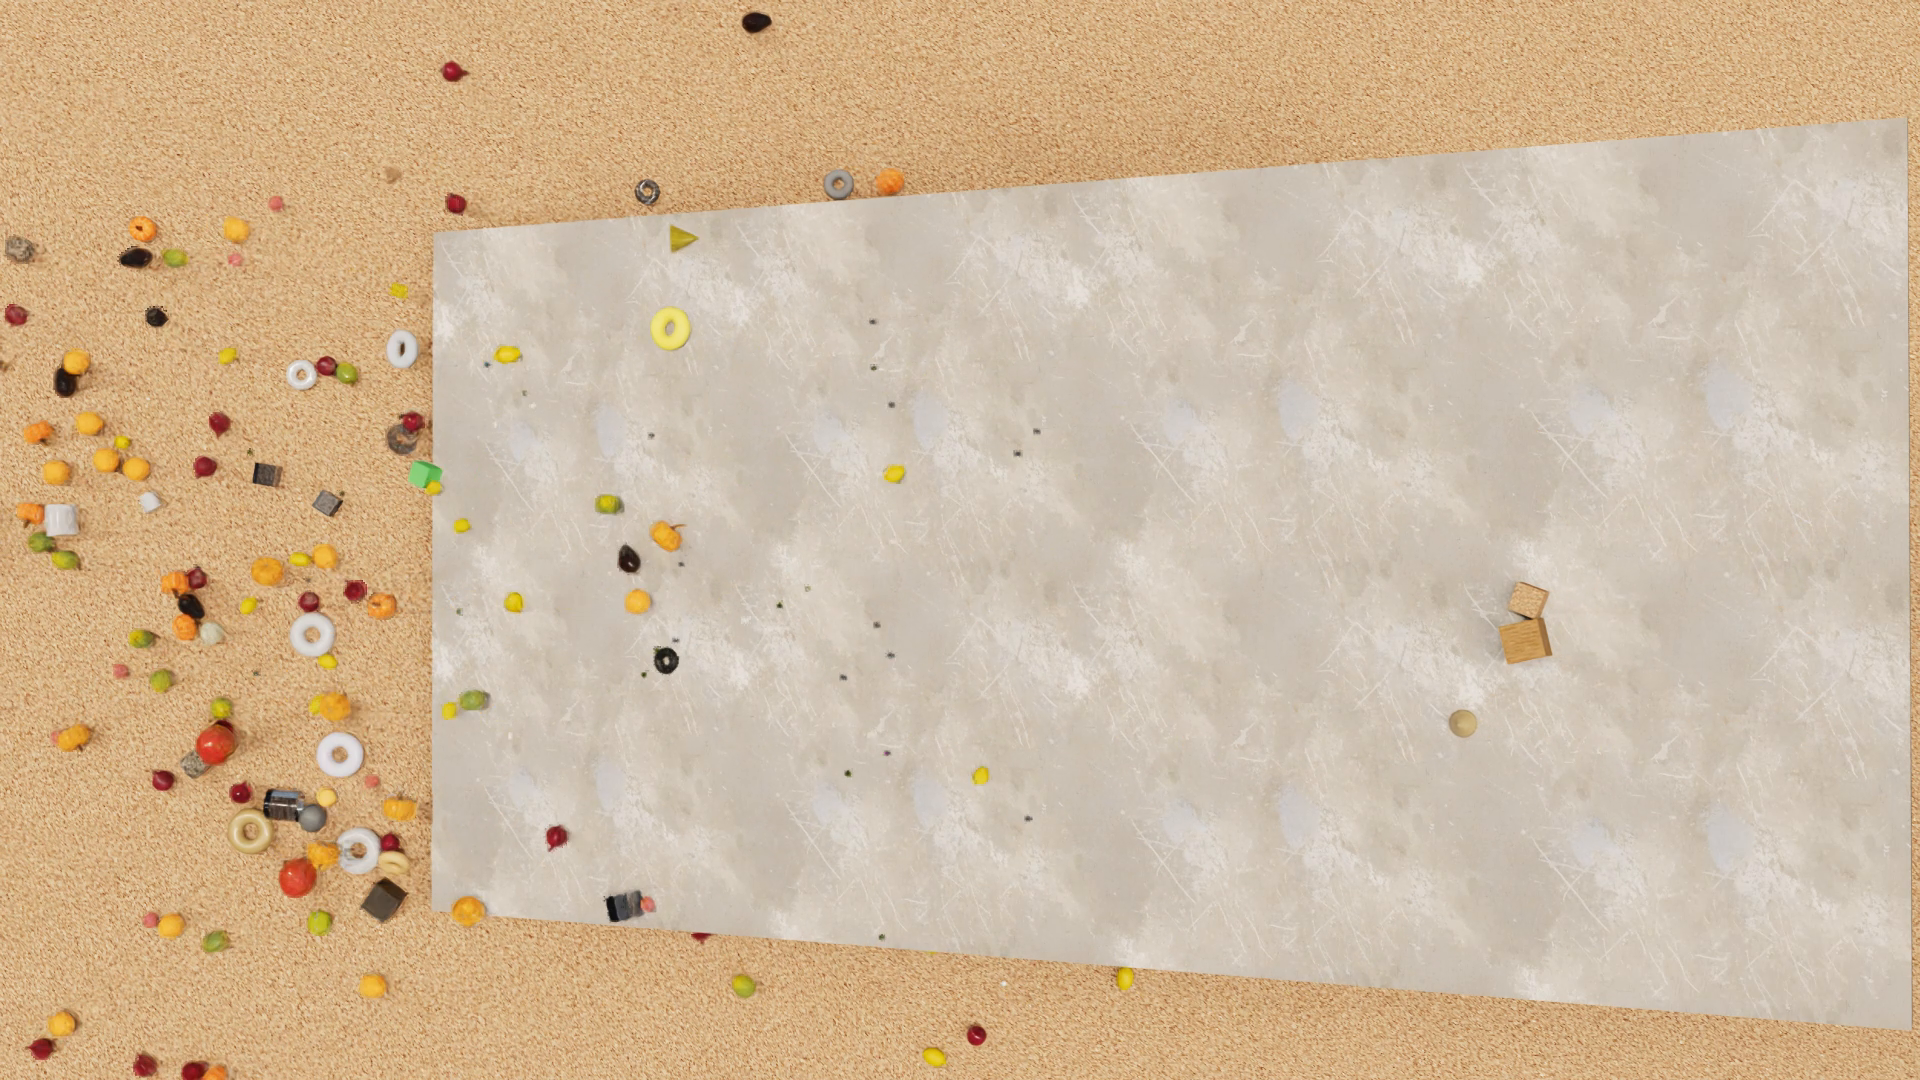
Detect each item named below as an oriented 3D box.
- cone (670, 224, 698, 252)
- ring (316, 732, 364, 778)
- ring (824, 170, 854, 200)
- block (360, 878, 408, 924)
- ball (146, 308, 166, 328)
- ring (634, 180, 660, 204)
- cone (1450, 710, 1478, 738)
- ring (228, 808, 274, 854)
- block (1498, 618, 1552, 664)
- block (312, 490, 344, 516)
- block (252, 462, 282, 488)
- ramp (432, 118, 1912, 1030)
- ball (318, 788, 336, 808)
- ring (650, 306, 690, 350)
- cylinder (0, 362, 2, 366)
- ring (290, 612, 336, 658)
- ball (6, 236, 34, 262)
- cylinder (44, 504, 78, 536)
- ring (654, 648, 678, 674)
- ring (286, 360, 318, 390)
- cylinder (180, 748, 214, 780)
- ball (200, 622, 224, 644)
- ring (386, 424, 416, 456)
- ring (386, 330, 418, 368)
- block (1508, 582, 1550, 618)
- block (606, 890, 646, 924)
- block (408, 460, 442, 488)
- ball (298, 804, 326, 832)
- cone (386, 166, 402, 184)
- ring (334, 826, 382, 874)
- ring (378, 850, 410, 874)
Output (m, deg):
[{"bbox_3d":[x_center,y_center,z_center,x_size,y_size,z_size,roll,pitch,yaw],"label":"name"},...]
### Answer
[{"bbox_3d":[-0.762,-0.838,6.111,0.080,0.080,0.080,-2,89,-2],"label":"cone"},{"bbox_3d":[-1.846,0.639,6.546,0.139,0.046,0.139,0,89,-3],"label":"ring"},{"bbox_3d":[-0.362,-1.063,6.574,0.092,0.031,0.092,0,88,1],"label":"ring"},{"bbox_3d":[-1.706,1.067,6.517,0.084,0.084,0.084,36,98,0],"label":"block"},{"bbox_3d":[-2.396,-0.662,6.556,0.056,0.056,0.056,0,89,0],"label":"ball"},{"bbox_3d":[-0.935,-1.041,6.576,0.077,0.026,0.077,0,89,-1],"label":"ring"},{"bbox_3d":[1.180,0.435,5.186,0.067,0.067,0.067,0,89,25],"label":"cone"},{"bbox_3d":[-2.109,0.866,6.544,0.139,0.046,0.139,0,88,1],"label":"ring"},{"bbox_3d":[1.315,0.235,5.114,0.090,0.090,0.090,-14,83,24],"label":"block"},{"bbox_3d":[-1.883,-0.109,6.549,0.057,0.057,0.057,33,89,0],"label":"block"},{"bbox_3d":[-2.062,-0.194,6.548,0.063,0.063,0.063,9,89,0],"label":"block"},{"bbox_3d":[0.282,0.082,5.695,4.000,0.100,2.000,0,89,25],"label":"ramp"},{"bbox_3d":[-1.884,0.767,6.540,0.055,0.055,0.055,0,89,0],"label":"ball"},{"bbox_3d":[-0.807,-0.590,6.126,0.123,0.041,0.123,-1,88,25],"label":"ring"},{"bbox_3d":[-2.906,-0.536,6.547,0.071,0.071,0.071,-35,90,0],"label":"cylinder"},{"bbox_3d":[-1.928,0.283,6.551,0.136,0.045,0.136,0,89,-1],"label":"ring"},{"bbox_3d":[-2.799,-0.866,6.549,0.076,0.076,0.076,0,89,0],"label":"ball"},{"bbox_3d":[-2.669,-0.058,6.532,0.091,0.091,0.091,-5,89,0],"label":"cylinder"},{"bbox_3d":[-0.819,0.337,6.129,0.075,0.025,0.075,-1,88,26],"label":"ring"},{"bbox_3d":[-1.966,-0.493,6.567,0.093,0.031,0.093,0,88,0],"label":"ring"},{"bbox_3d":[-2.267,0.664,6.535,0.068,0.068,0.068,-37,89,0],"label":"cylinder"},{"bbox_3d":[-2.224,0.276,6.539,0.070,0.070,0.070,0,89,0],"label":"ball"},{"bbox_3d":[-1.664,-0.300,6.557,0.095,0.032,0.095,2,101,9],"label":"ring"},{"bbox_3d":[-1.657,-0.567,6.538,0.117,0.039,0.117,0,90,33],"label":"ring"},{"bbox_3d":[1.325,0.140,5.123,0.067,0.067,0.067,22,99,23],"label":"block"},{"bbox_3d":[-0.935,1.025,6.149,0.071,0.071,0.071,-17,82,24],"label":"block"},{"bbox_3d":[-1.571,-0.191,6.461,0.062,0.062,0.062,24,99,23],"label":"block"},{"bbox_3d":[-1.921,0.827,6.526,0.082,0.082,0.082,0,89,0],"label":"ball"},{"bbox_3d":[-1.706,-1.083,6.578,0.051,0.051,0.051,38,116,0],"label":"cone"},{"bbox_3d":[-1.789,0.924,6.542,0.142,0.047,0.142,0,89,-2],"label":"ring"},{"bbox_3d":[-1.679,0.957,6.525,0.101,0.101,0.034,9,50,0],"label":"ring"}]
